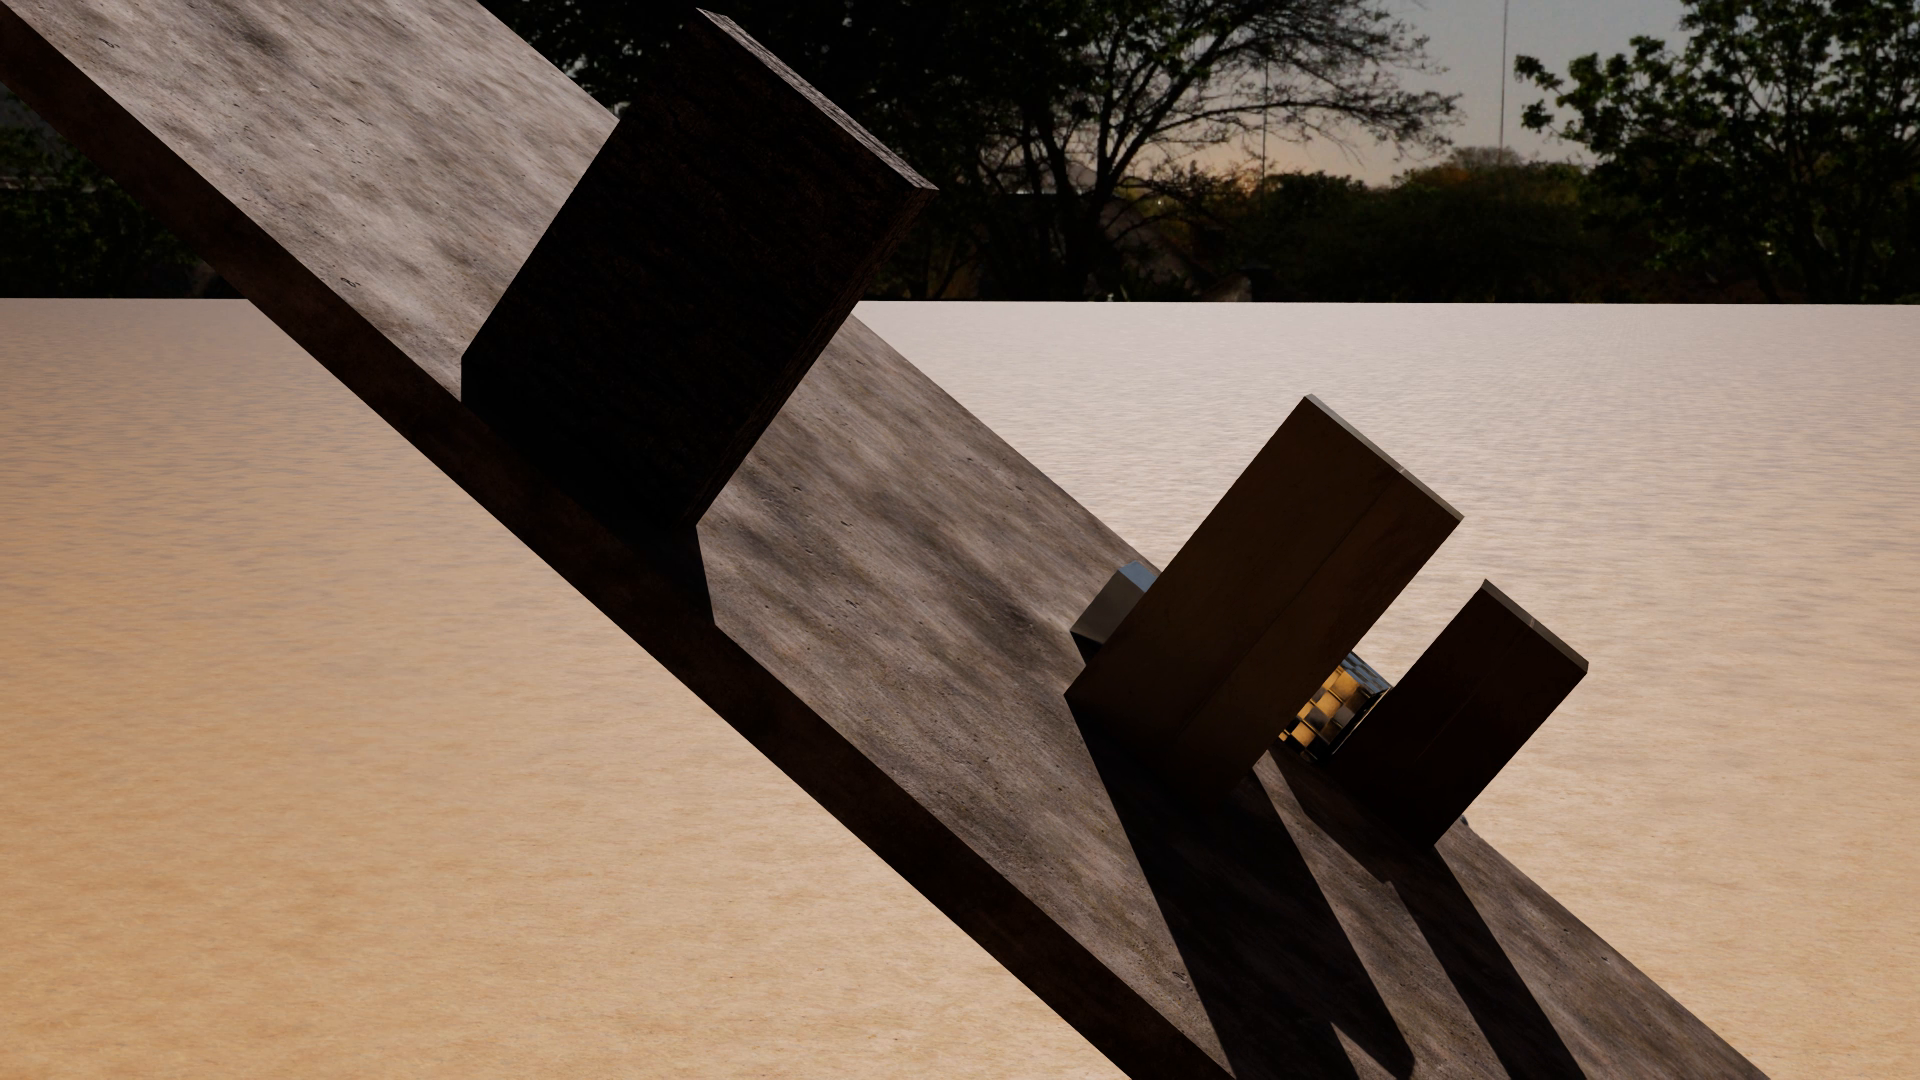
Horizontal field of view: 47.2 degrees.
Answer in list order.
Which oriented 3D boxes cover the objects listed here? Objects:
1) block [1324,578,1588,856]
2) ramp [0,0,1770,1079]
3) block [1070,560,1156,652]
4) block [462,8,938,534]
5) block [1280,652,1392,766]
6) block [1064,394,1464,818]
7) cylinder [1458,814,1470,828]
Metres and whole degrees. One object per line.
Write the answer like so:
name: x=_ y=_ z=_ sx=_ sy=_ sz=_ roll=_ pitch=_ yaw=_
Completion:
block: x=0.997 y=0.355 z=4.431 sx=0.263 sy=0.492 sz=0.133 roll=40 pitch=16 yaw=9
ramp: x=-0.031 y=0.086 z=4.054 sx=4.000 sy=0.100 sz=2.000 roll=40 pitch=16 yaw=9
block: x=0.329 y=0.152 z=4.184 sx=0.151 sy=0.151 sz=0.151 roll=40 pitch=16 yaw=9
block: x=-0.392 y=-0.393 z=3.260 sx=0.420 sy=0.639 sz=0.114 roll=40 pitch=16 yaw=9
block: x=0.734 y=0.317 z=4.520 sx=0.193 sy=0.193 sz=0.193 roll=43 pitch=17 yaw=17
block: x=0.510 y=0.114 z=3.740 sx=0.327 sy=0.664 sz=0.086 roll=40 pitch=16 yaw=9
cylinder: x=1.453 y=0.937 z=6.797 sx=0.192 sy=0.192 sz=0.192 roll=-1 pitch=7 yaw=-10
